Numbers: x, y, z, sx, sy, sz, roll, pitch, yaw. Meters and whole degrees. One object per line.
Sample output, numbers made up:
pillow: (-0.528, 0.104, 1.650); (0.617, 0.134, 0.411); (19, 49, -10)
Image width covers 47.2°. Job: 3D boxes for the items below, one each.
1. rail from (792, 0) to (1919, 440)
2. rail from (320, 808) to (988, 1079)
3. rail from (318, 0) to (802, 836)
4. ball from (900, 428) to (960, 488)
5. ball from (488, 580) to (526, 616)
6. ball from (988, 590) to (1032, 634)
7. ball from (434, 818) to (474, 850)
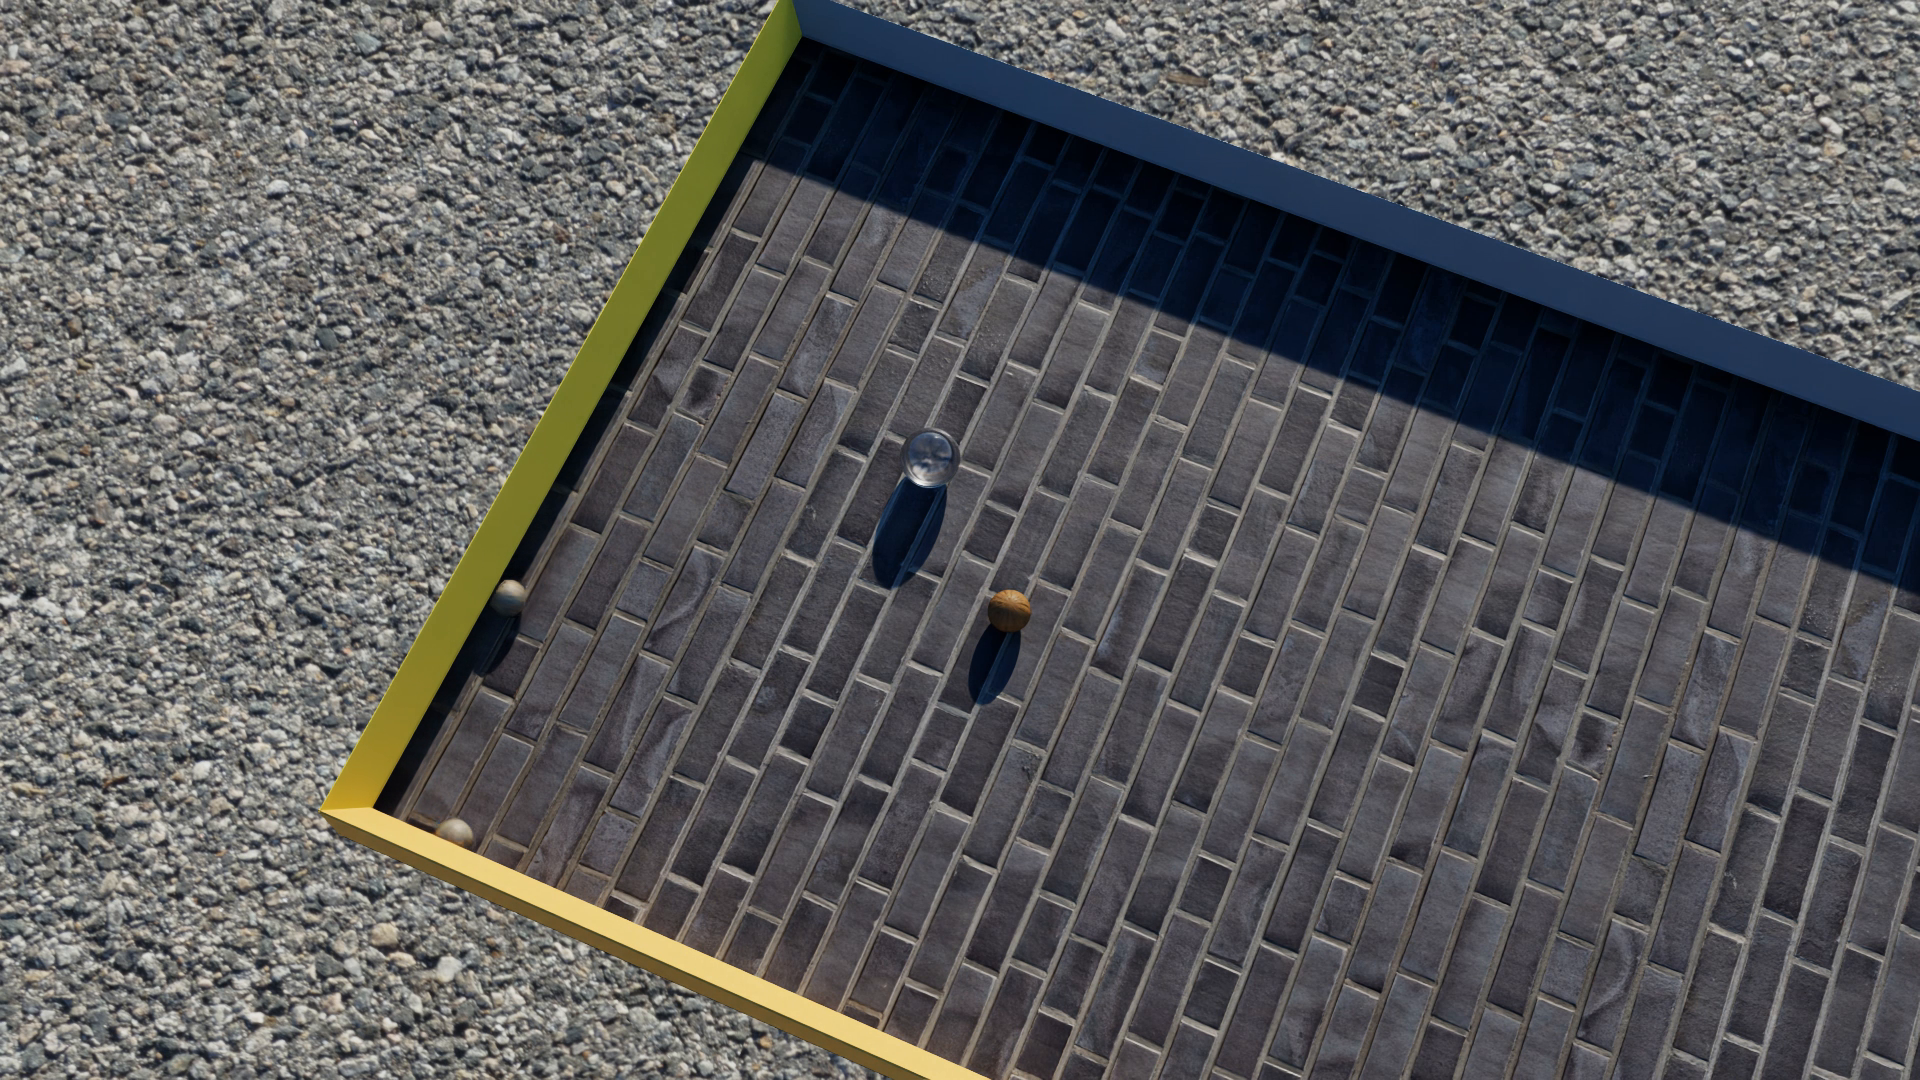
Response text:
rail: (0.938, -0.428, 3.671); (2.723, 0.129, 0.045); (22, 68, 9)
rail: (0.311, 0.903, 3.099); (2.723, 0.129, 0.045); (22, 68, 9)
rail: (-0.603, -0.251, 3.595); (0.045, 0.129, 1.626); (22, 68, 9)
ball: (-0.048, -0.133, 3.561); (0.099, 0.099, 0.099); (0, 67, 0)
ball: (-0.717, 0.091, 3.487); (0.059, 0.059, 0.059); (0, 67, 0)
ball: (0.078, 0.112, 3.472); (0.069, 0.069, 0.069); (0, 67, 0)
ball: (-0.767, 0.452, 3.331); (0.059, 0.059, 0.059); (0, 67, 0)
